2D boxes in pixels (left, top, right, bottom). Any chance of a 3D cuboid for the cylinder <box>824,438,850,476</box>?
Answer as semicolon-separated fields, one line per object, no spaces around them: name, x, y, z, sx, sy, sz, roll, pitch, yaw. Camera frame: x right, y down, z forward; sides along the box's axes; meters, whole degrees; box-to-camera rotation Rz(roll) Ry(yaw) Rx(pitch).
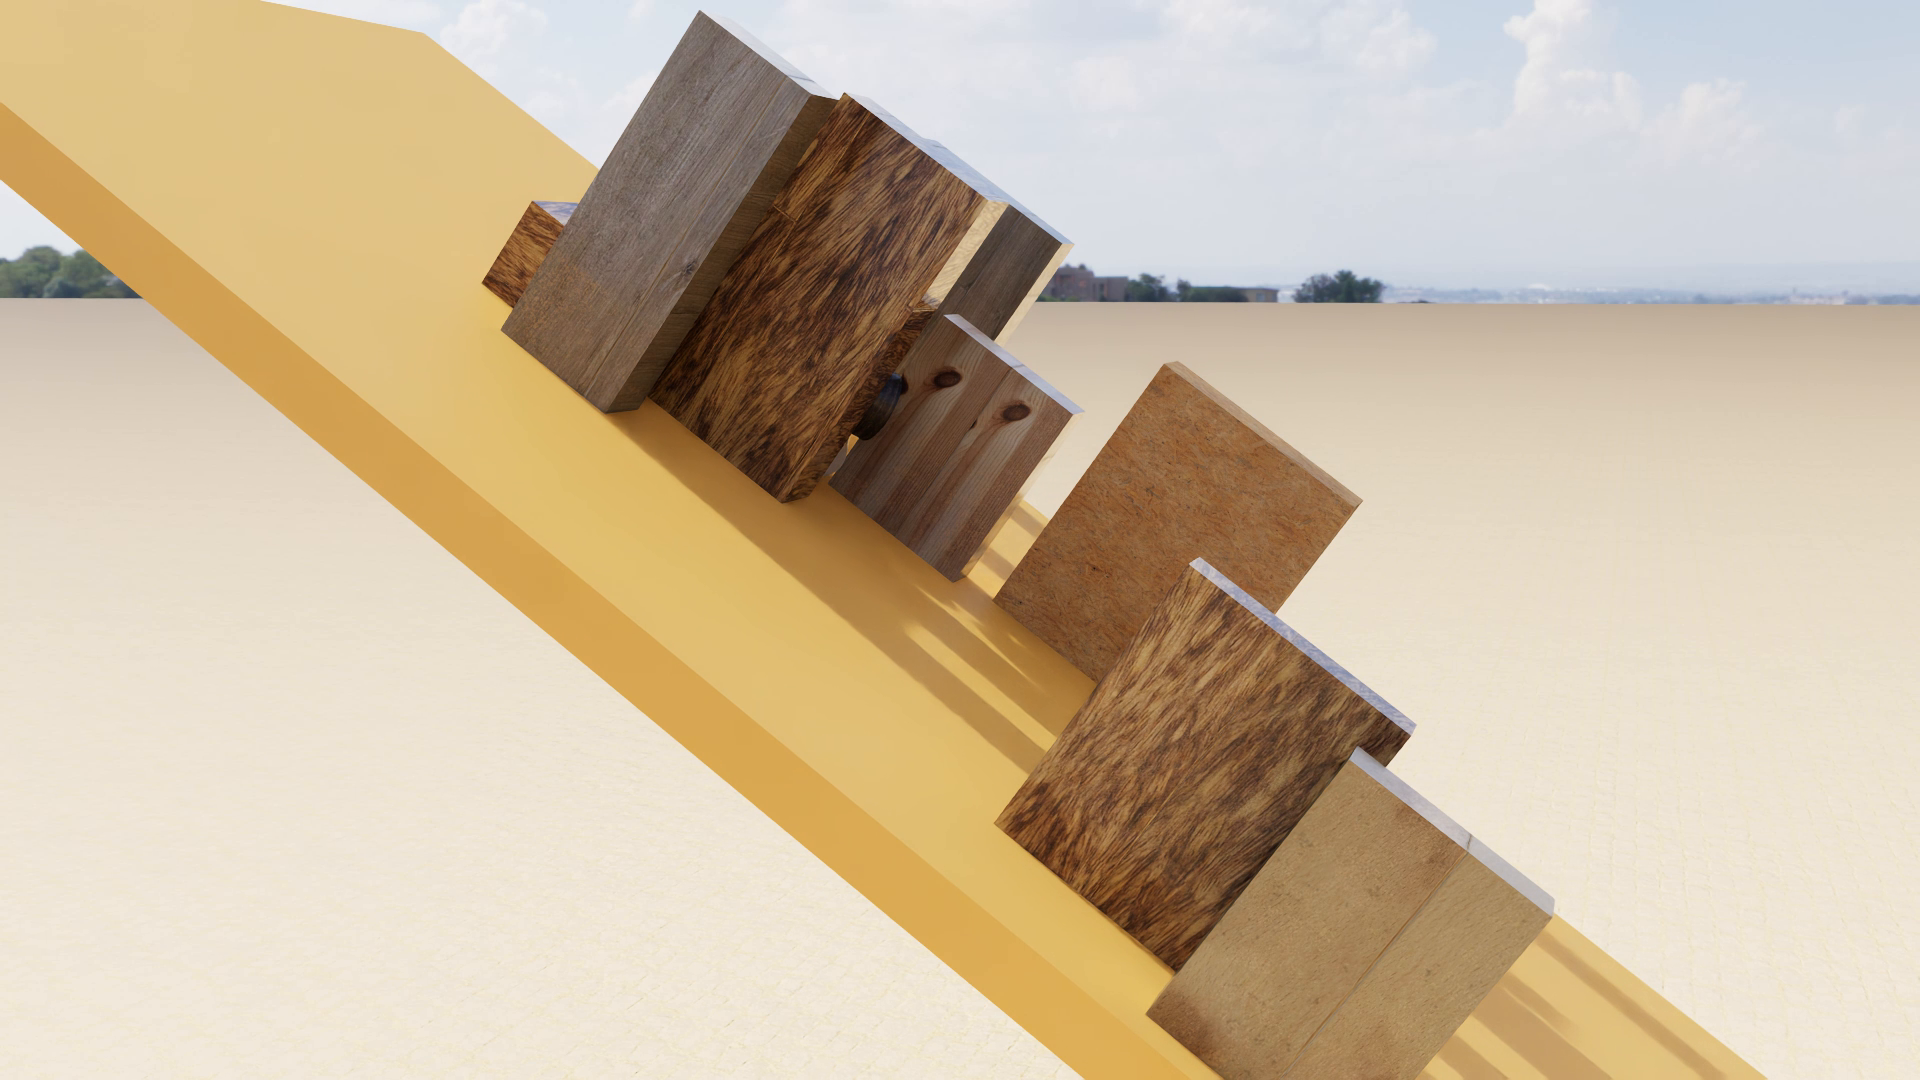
cylinder;-0.270;-0.192;4.241;0.114;0.114;0.114;0;18;1

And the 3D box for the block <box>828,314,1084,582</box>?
block;-0.009;-0.176;4.204;0.312;0.401;0.095;38;16;10

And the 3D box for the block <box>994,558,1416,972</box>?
block;0.356;0.347;3.248;0.398;0.500;0.083;38;16;10

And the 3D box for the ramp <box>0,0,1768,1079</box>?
ramp;-0.074;0.140;4.074;4.000;0.100;2.000;38;16;10

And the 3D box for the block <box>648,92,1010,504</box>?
block;-0.243;-0.433;3.975;0.326;0.664;0.134;38;16;10

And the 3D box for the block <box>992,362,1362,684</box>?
block;0.411;0.021;4.192;0.441;0.567;0.136;38;16;10

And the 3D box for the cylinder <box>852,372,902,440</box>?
cylinder;-0.209;-0.284;4.158;0.144;0.144;0.144;29;-5;-24

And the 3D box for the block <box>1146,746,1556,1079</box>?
block;0.530;0.572;3.012;0.331;0.468;0.091;38;16;10

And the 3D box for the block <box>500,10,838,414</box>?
block;-0.506;-0.560;3.803;0.245;0.661;0.133;38;16;10

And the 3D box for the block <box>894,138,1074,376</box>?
block;-0.068;-0.557;4.928;0.396;0.545;0.112;38;16;10

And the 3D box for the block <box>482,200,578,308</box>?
block;-0.723;-0.495;4.050;0.182;0.182;0.182;38;16;9
